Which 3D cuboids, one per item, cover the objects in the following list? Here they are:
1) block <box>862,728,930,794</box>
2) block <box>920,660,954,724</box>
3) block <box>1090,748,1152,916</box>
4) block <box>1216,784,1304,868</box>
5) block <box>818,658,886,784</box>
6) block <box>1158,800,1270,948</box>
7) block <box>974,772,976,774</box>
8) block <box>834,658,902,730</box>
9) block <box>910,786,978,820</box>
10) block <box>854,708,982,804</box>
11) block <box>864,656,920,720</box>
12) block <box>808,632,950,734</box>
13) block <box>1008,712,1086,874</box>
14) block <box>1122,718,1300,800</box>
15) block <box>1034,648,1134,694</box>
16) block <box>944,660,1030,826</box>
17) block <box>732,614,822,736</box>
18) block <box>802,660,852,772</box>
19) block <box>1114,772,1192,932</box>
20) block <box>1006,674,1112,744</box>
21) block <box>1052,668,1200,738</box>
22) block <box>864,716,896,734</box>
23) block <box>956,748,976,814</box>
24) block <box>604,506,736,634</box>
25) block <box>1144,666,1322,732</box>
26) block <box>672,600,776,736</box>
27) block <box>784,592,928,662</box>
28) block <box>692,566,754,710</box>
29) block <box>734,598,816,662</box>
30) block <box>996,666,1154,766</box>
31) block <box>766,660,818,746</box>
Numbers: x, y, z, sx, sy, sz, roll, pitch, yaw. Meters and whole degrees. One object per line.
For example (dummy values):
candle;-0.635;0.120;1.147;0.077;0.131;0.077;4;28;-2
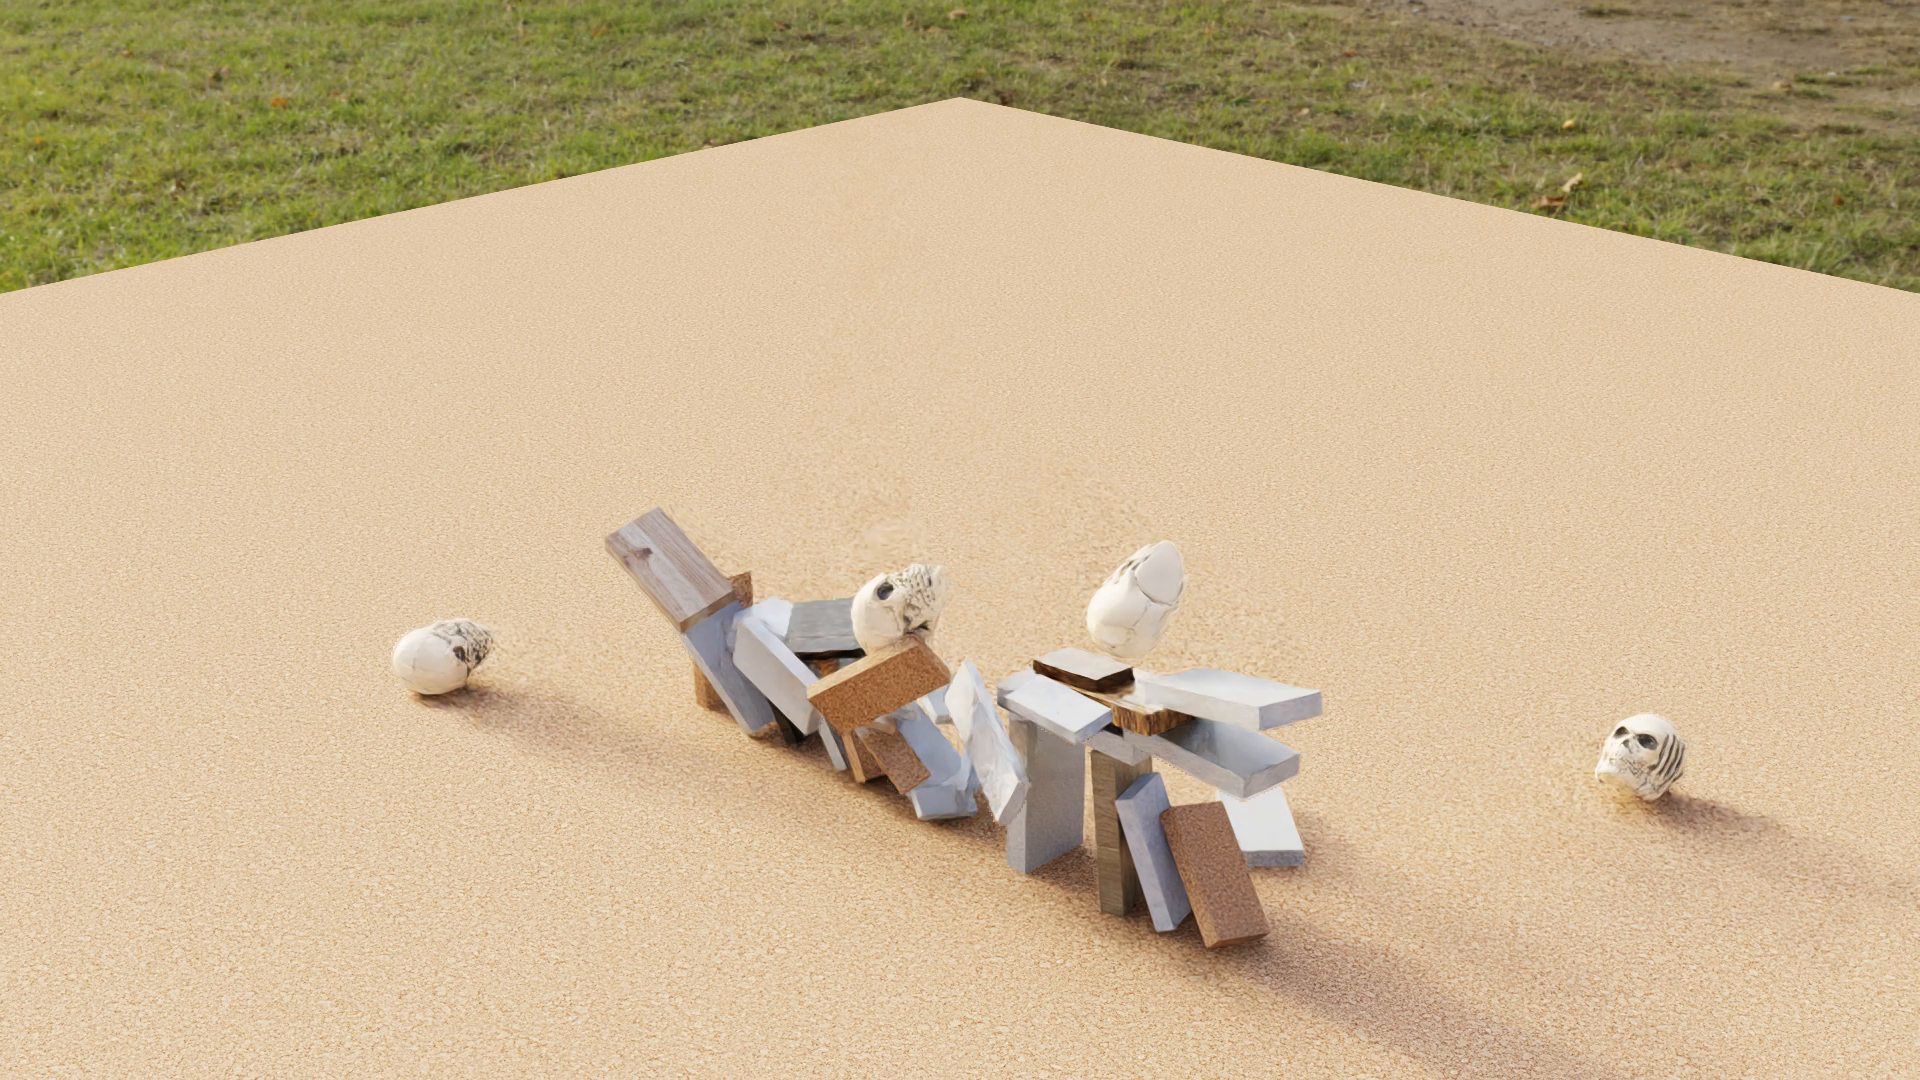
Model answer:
block;-0.128;0.434;4.399;0.070;0.020;0.140;-31;74;-23
block;-0.040;0.304;4.393;0.081;0.023;0.163;0;38;-27
block;0.309;0.514;4.117;0.047;0.334;0.167;6;23;27
block;0.595;0.566;4.379;0.131;0.037;0.261;-1;23;-3
block;-0.191;0.353;4.600;0.140;0.281;0.040;-15;-7;-32
block;0.467;0.611;4.032;0.131;0.037;0.261;-1;61;-36
block;0.074;0.480;4.555;0.126;0.063;0.018;-17;72;-34
block;-0.186;0.259;4.547;0.140;0.040;0.281;12;52;-13
block;-0.031;0.526;4.413;0.126;0.018;0.063;-1;53;-27
block;-0.097;0.430;4.509;0.140;0.040;0.281;-23;63;-38
block;-0.139;0.297;4.455;0.081;0.023;0.163;10;34;-25
block;-0.153;0.272;4.149;0.243;0.122;0.034;-27;39;18
block;0.168;0.462;4.244;0.047;0.334;0.167;22;31;41
block;0.441;0.362;3.877;0.144;0.041;0.288;-19;30;-37
block;0.226;0.238;4.033;0.090;0.025;0.179;-17;19;-34
block;0.047;0.369;4.067;0.025;0.090;0.416;17;22;-23
block;-0.369;0.275;4.484;0.034;0.121;0.243;-25;54;-37
block;-0.258;0.354;4.643;0.034;0.240;0.120;-24;1;45
block;0.367;0.576;4.068;0.037;0.261;0.131;-13;11;32
block;0.175;0.298;3.882;0.090;0.025;0.179;-28;34;-31
block;0.300;0.282;3.970;0.144;0.041;0.288;-17;19;-32
block;-0.163;0.332;4.428;0.070;0.020;0.140;18;31;-13
block;0.013;0.474;4.411;0.020;0.070;0.140;5;41;8
block;-0.630;0.062;4.775;0.144;0.041;0.289;-32;60;-23
block;0.462;0.269;3.748;0.144;0.041;0.288;-10;11;-35
block;-0.480;0.265;4.771;0.144;0.289;0.041;-35;1;-29
block;-0.217;0.180;4.508;0.298;0.034;0.121;-5;57;26
block;-0.524;0.216;4.878;0.144;0.289;0.041;-18;26;-36
block;-0.358;0.190;4.701;0.240;0.034;0.120;20;30;37
block;0.248;0.314;4.096;0.334;0.047;0.167;21;31;40
block;-0.368;0.310;4.745;0.034;0.240;0.120;-22;2;45
